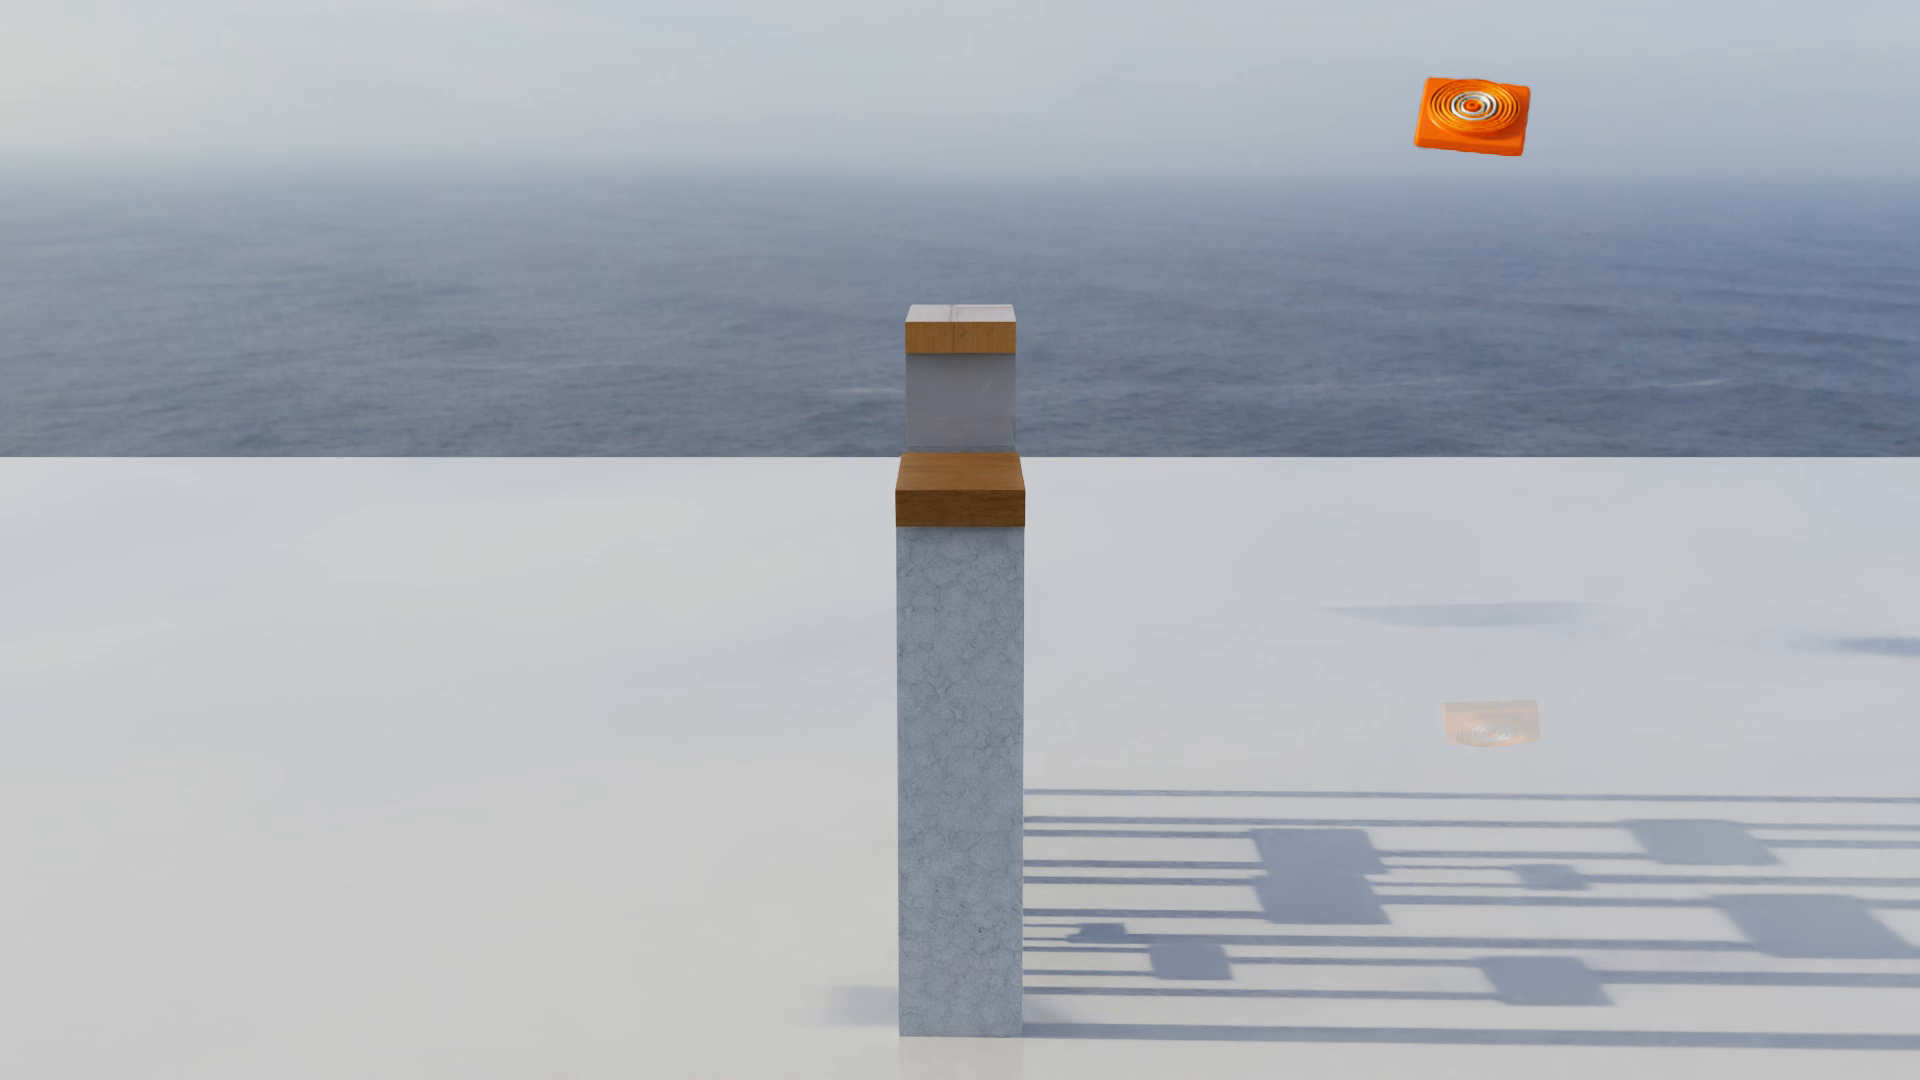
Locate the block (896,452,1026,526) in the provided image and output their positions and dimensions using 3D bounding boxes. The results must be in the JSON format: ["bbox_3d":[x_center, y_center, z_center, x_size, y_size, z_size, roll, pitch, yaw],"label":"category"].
[{"bbox_3d":[0.001,-0.074,3.089,0.173,0.049,0.346,0,11,0],"label":"block"}]

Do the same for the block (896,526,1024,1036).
[{"bbox_3d":[0.000,0.332,3.047,0.173,0.734,0.049,0,11,0],"label":"block"}]

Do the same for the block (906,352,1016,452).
[{"bbox_3d":[0.001,-0.125,3.316,0.163,0.326,0.046,0,10,0],"label":"block"}]

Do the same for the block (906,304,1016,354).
[{"bbox_3d":[0.002,-0.327,3.389,0.163,0.046,0.326,0,10,0],"label":"block"}]
